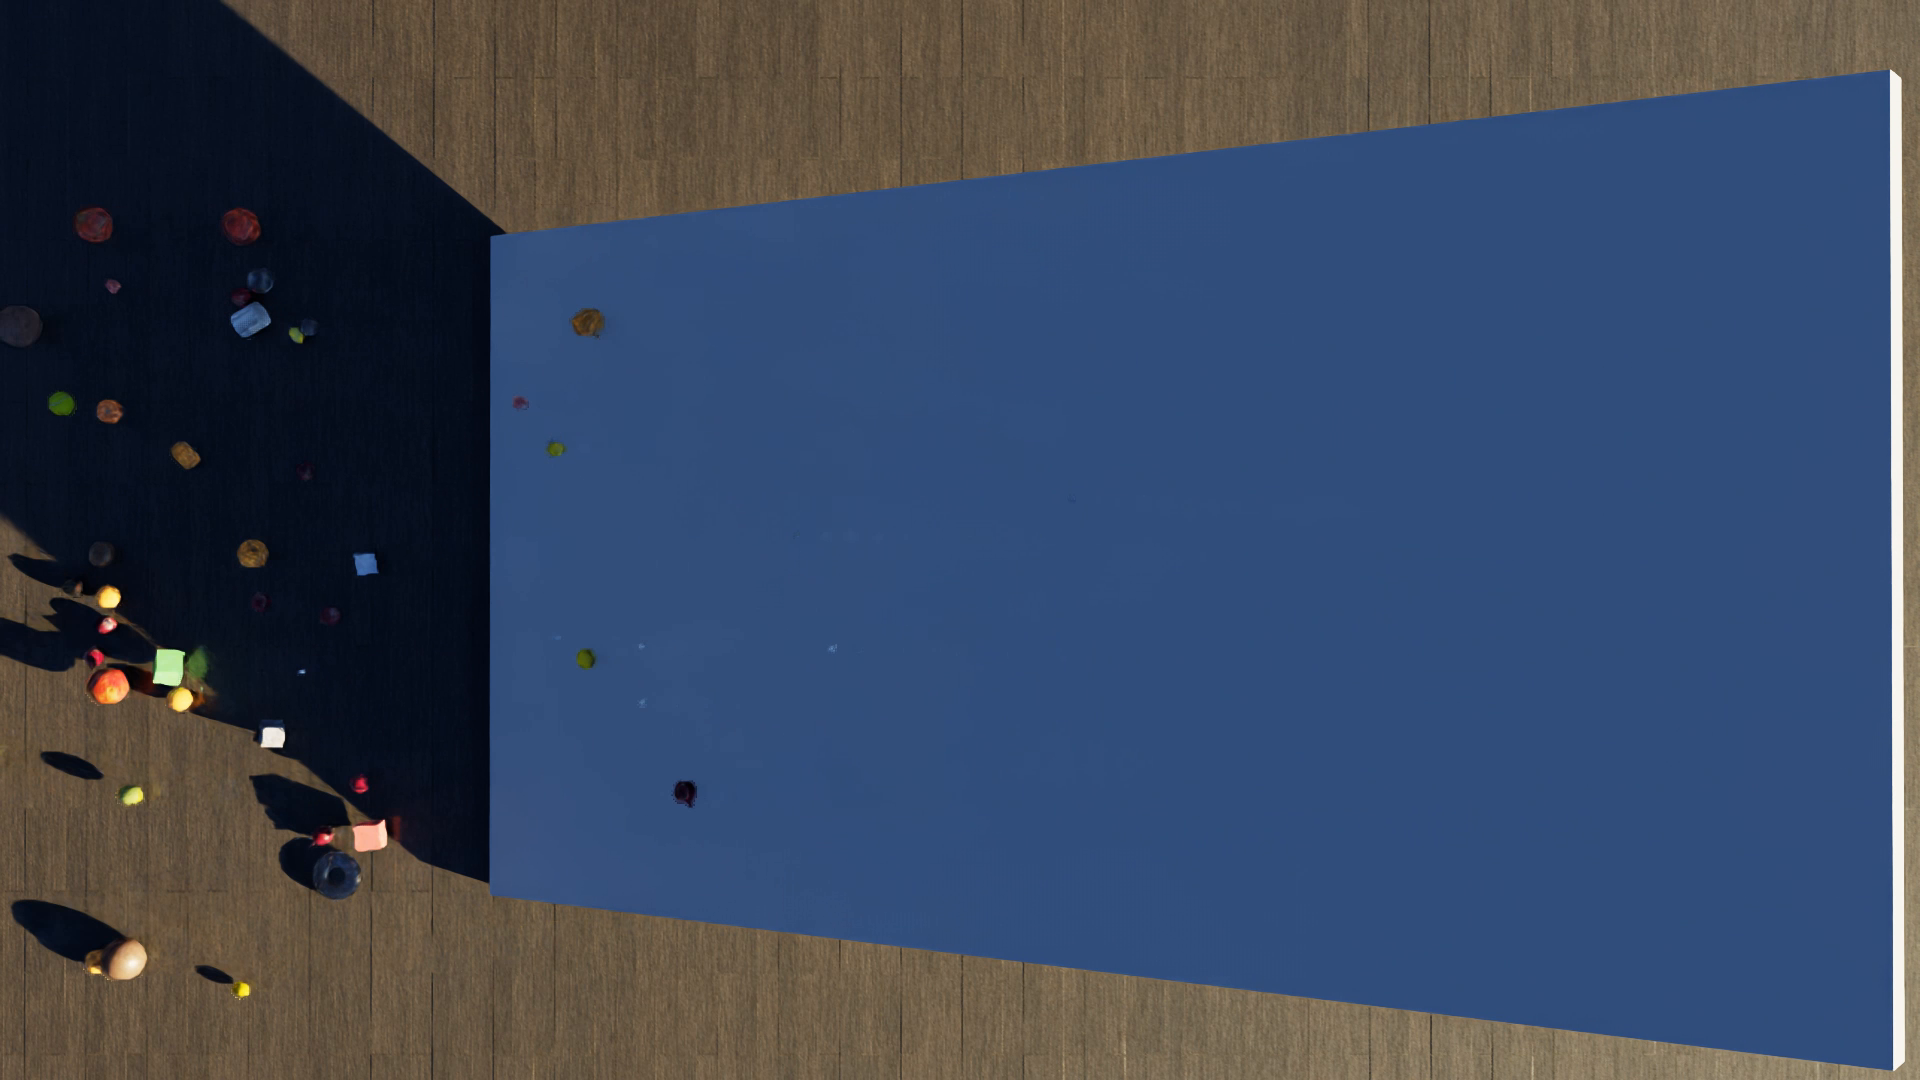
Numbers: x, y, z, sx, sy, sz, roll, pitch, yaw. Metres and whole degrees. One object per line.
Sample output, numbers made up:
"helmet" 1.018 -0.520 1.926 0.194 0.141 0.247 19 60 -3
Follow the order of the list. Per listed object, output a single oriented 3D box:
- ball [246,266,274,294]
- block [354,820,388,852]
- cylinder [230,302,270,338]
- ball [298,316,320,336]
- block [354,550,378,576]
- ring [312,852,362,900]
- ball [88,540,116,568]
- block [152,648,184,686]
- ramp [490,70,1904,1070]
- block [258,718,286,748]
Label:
"ball" -2.139 -0.794 6.720 0.082 0.082 0.082 0 90 0
"block" -1.785 0.894 6.660 0.075 0.075 0.075 -6 95 1
"cylinder" -2.165 -0.672 6.709 0.083 0.083 0.083 -28 90 12
"ball" -1.991 -0.655 6.729 0.060 0.060 0.060 0 90 0
"block" -1.798 0.069 6.656 0.062 0.062 0.062 -10 102 -15
"ring" -1.904 1.026 6.721 0.149 0.050 0.149 0 91 1
"ball" -2.619 0.043 6.713 0.080 0.080 0.080 0 90 0
"block" -2.401 0.386 6.671 0.077 0.077 0.077 7 53 -25
"ramp" 0.246 0.068 5.573 4.000 0.100 2.000 0 89 35
"block" -2.095 0.588 6.694 0.064 0.064 0.064 5 109 -29
